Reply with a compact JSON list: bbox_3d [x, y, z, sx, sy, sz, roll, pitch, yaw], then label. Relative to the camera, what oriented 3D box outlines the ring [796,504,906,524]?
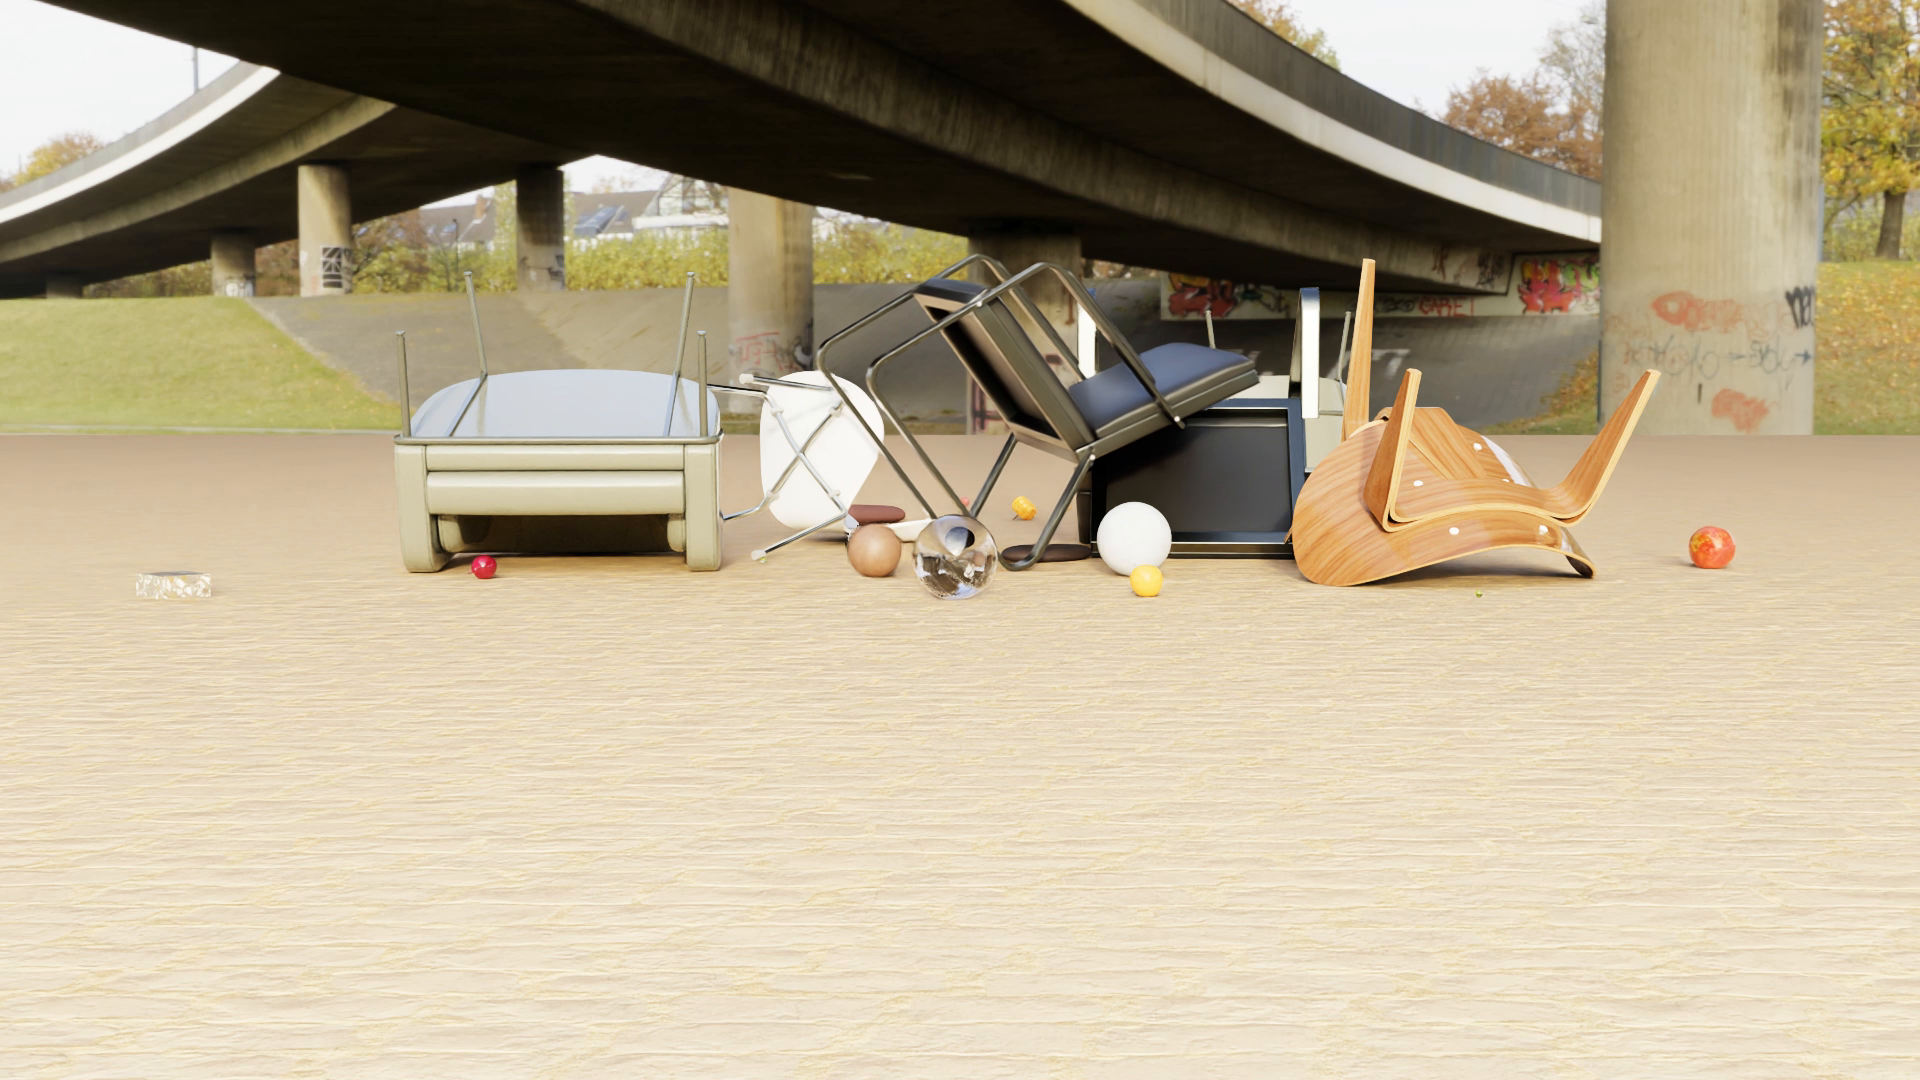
[{"bbox_3d":[-0.368,-0.087,7.392,0.370,0.059,0.217,1,3,0],"label":"ring"}]

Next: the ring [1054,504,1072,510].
[{"bbox_3d":[0.384,-0.125,8.223,0.068,0.021,0.061,0,5,-15],"label":"ring"}]

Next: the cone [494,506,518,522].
[{"bbox_3d":[-1.565,-0.077,7.490,0.085,0.049,0.086,2,20,12],"label":"cone"}]

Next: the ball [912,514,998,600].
[{"bbox_3d":[-0.011,0.036,4.683,0.184,0.184,0.184,0,4,0],"label":"ball"}]

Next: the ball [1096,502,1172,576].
[{"bbox_3d":[0.417,-0.002,5.268,0.179,0.179,0.179,0,4,0],"label":"ball"}]

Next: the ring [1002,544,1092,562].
[{"bbox_3d":[0.228,0.034,5.764,0.285,0.040,0.152,-3,6,-38],"label":"ring"}]

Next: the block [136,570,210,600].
[{"bbox_3d":[-1.709,0.097,4.776,0.119,0.049,0.109,4,5,43],"label":"block"}]
